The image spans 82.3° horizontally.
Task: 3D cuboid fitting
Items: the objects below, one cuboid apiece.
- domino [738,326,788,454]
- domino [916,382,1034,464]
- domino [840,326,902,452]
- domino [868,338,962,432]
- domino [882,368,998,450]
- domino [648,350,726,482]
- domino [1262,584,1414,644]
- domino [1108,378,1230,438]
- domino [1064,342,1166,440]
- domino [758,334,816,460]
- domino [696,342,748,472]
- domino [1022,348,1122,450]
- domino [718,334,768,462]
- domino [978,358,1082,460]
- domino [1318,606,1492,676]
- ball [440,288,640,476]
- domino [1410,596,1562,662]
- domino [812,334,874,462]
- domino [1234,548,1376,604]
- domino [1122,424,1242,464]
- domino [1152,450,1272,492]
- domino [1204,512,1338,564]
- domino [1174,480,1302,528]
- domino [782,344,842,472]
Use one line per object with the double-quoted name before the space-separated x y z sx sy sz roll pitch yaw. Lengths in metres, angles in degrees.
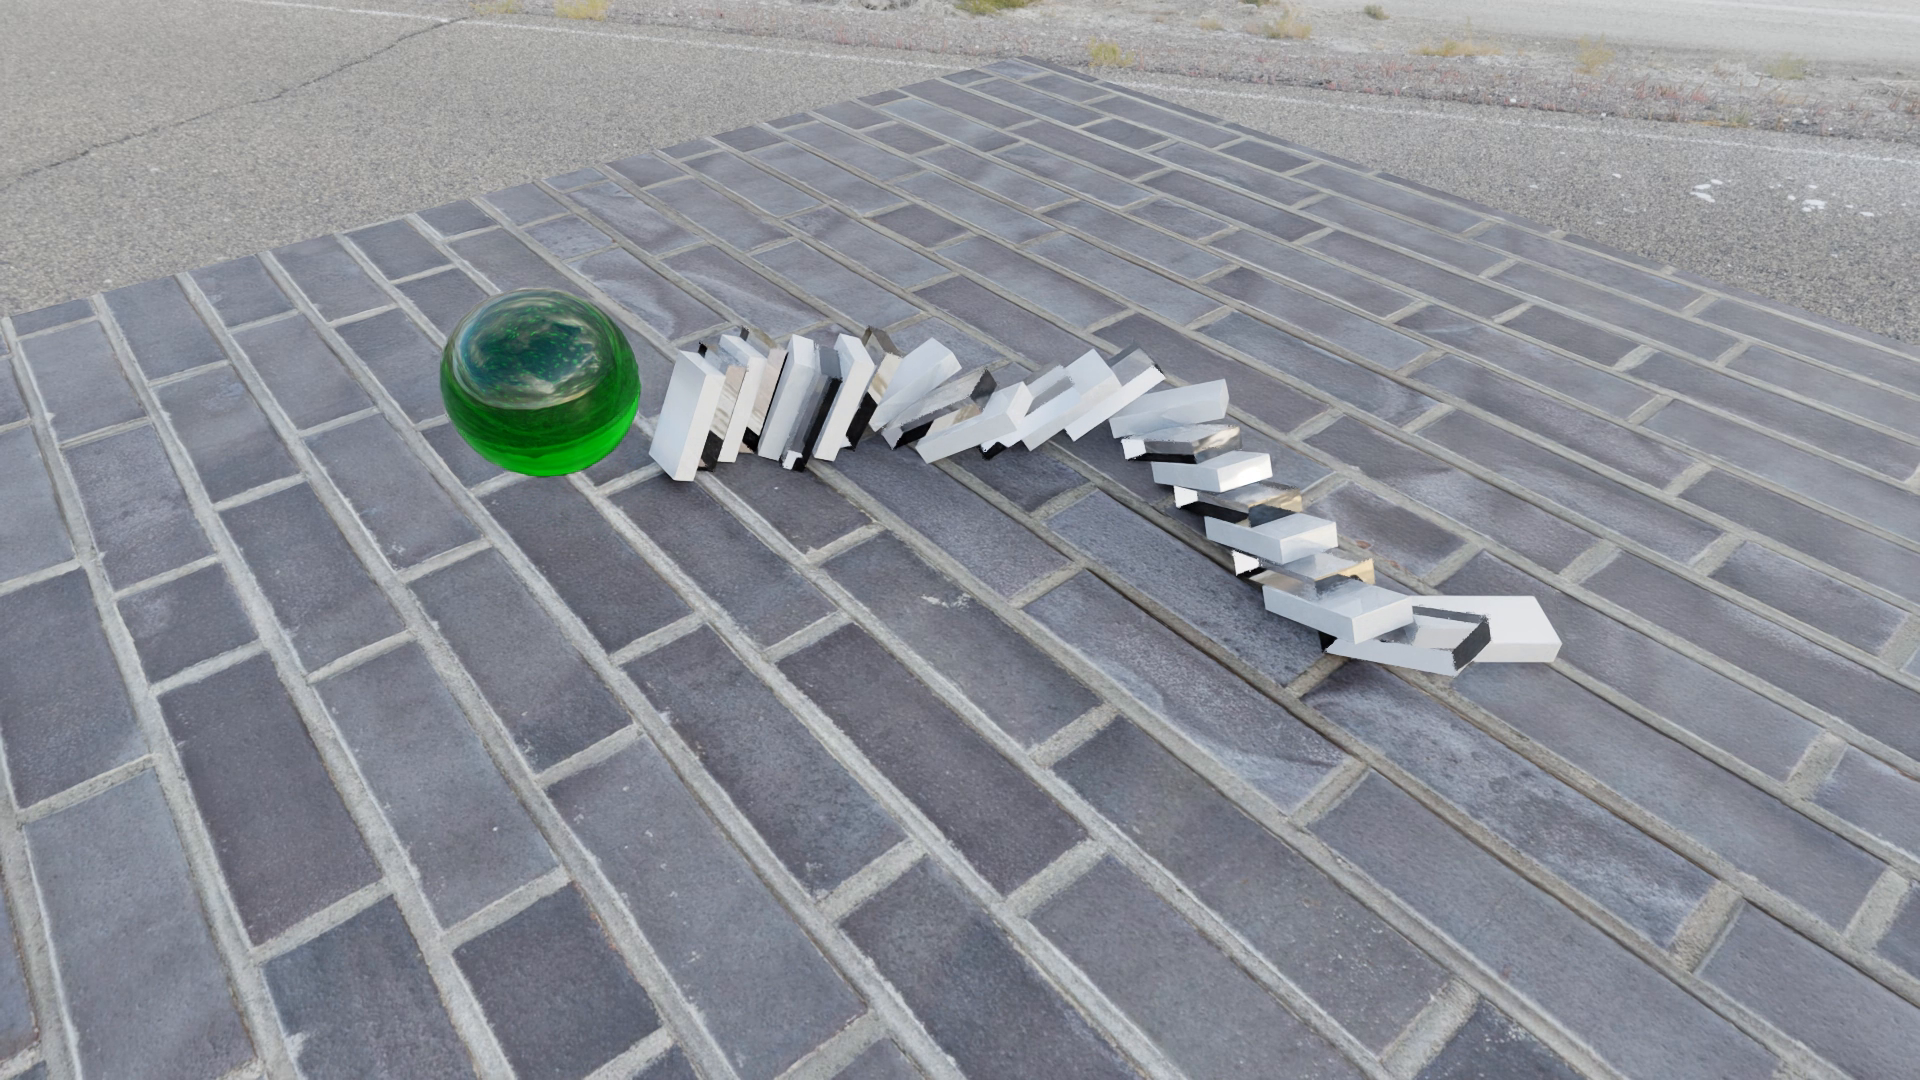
"domino" -0.095 -0.067 0.495 0.009 0.050 0.025 1 30 -45
"domino" 0.006 -0.052 0.485 0.050 0.009 0.025 -17 31 34
"domino" -0.045 -0.068 0.496 0.009 0.050 0.025 14 30 -33
"domino" -0.026 -0.073 0.513 0.050 0.010 0.025 -37 35 -4
"domino" -0.009 -0.059 0.495 0.050 0.010 0.025 -18 29 33
"domino" -0.119 -0.054 0.478 0.009 0.050 0.025 1 30 -45
"domino" 0.136 0.023 0.398 0.025 0.010 0.050 -17 16 -17
"domino" 0.095 -0.060 0.499 0.050 0.010 0.025 -9 24 23
"domino" 0.067 -0.069 0.506 0.050 0.010 0.025 -34 36 7
"domino" -0.078 -0.063 0.489 0.010 0.050 0.025 14 35 -22
"domino" -0.111 -0.058 0.484 0.010 0.050 0.025 1 30 -45
"domino" 0.047 -0.064 0.502 0.050 0.010 0.025 -34 39 7
"domino" -0.103 -0.063 0.489 0.010 0.050 0.025 1 30 -45
"domino" 0.028 -0.059 0.497 0.050 0.009 0.025 -32 40 10
"domino" 0.155 0.033 0.387 0.025 0.009 0.050 -31 23 -32
"ball" -0.178 -0.067 0.470 0.080 0.080 0.080 0 39 0
"domino" 0.189 0.032 0.404 0.050 0.009 0.025 0 39 0
"domino" -0.055 -0.063 0.489 0.010 0.050 0.025 9 32 -31
"domino" 0.128 0.010 0.414 0.025 0.010 0.050 -17 16 -17
"domino" 0.095 -0.042 0.476 0.025 0.010 0.050 -20 14 -23
"domino" 0.104 -0.030 0.460 0.025 0.010 0.050 -17 13 -18
"domino" 0.121 -0.004 0.431 0.025 0.009 0.050 -16 16 -17
"domino" 0.112 -0.017 0.448 0.025 0.010 0.050 -17 17 -19
"domino" -0.066 -0.057 0.482 0.009 0.050 0.025 14 35 -22
